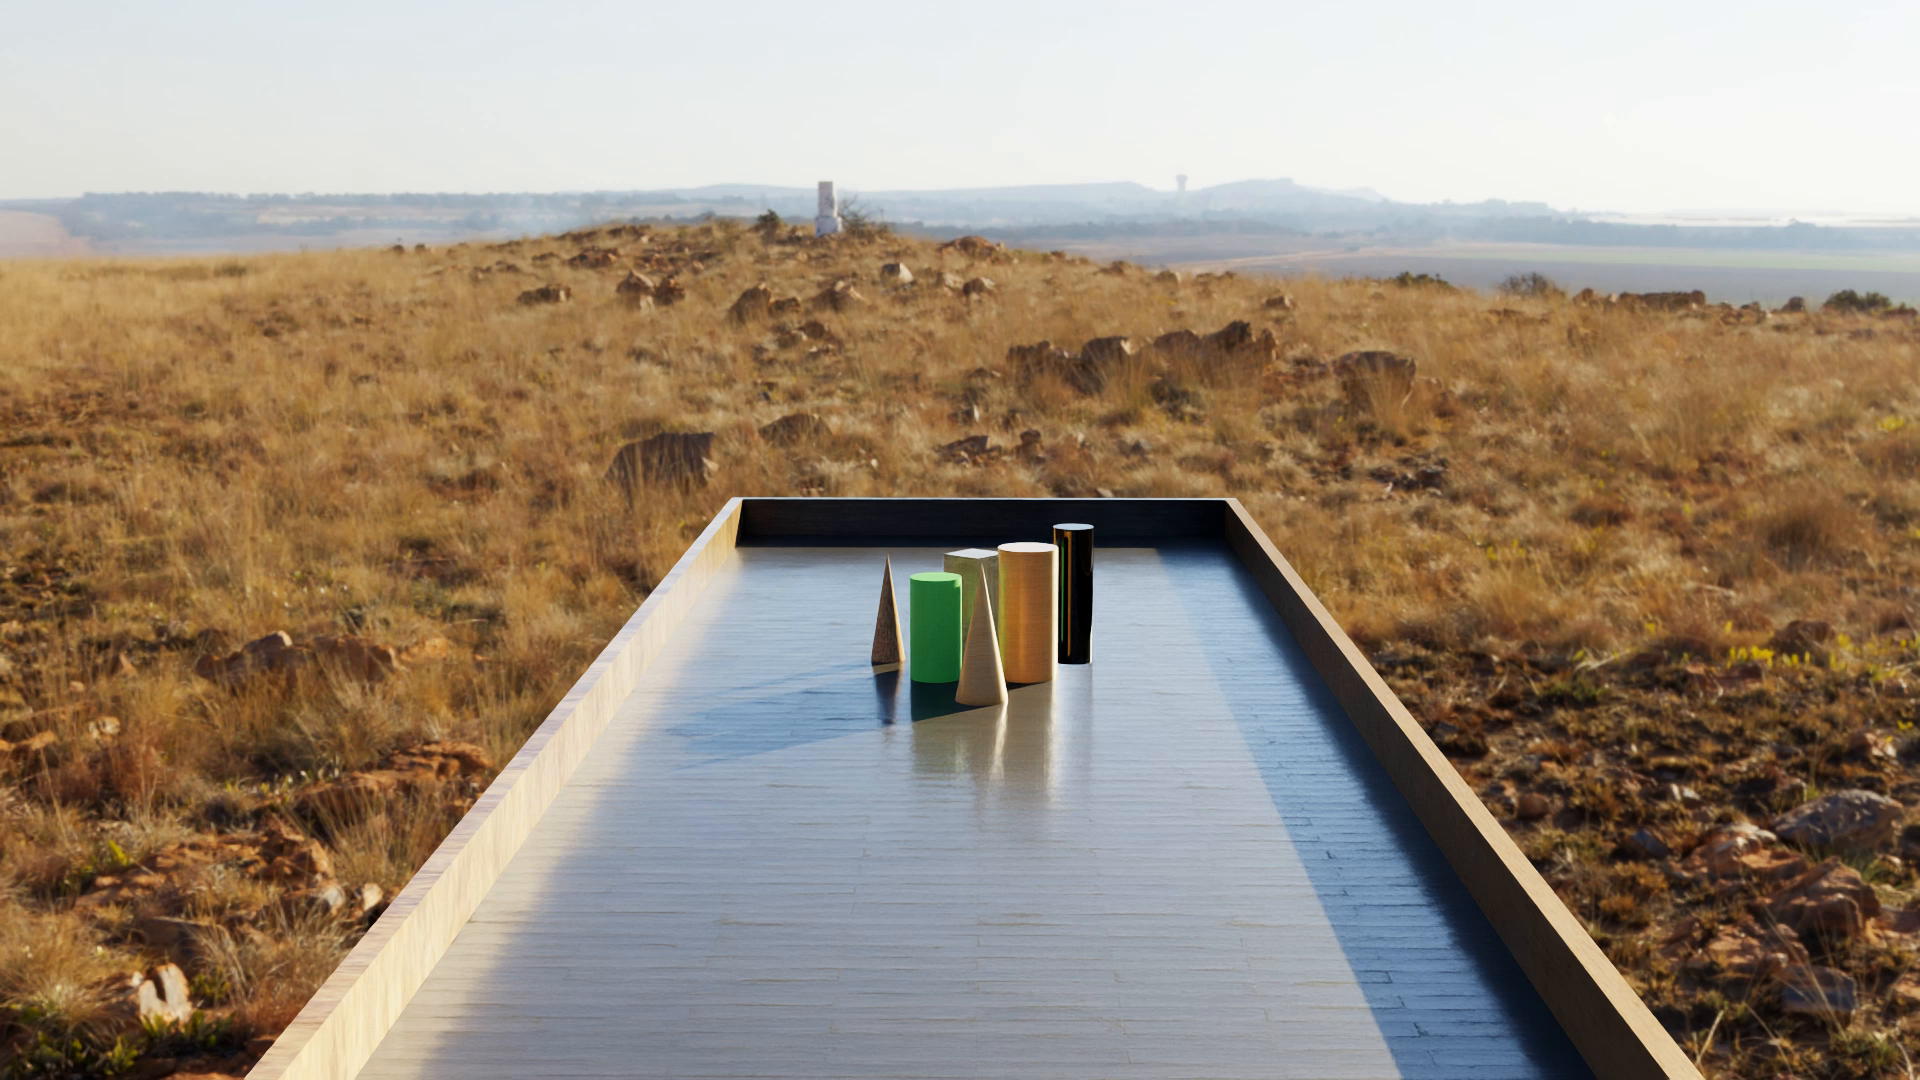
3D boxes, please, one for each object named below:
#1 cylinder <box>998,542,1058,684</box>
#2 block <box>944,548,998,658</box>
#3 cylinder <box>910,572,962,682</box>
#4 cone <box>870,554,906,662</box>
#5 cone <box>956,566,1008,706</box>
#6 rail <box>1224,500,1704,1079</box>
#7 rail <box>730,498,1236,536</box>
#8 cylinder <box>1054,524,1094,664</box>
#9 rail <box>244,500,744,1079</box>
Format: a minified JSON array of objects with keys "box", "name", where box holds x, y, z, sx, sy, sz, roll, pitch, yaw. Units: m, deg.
[{"box":[0.199,0.212,6.442,0.177,0.386,0.177,0,9,0],"name":"cylinder"},{"box":[0.046,0.204,6.667,0.134,0.331,0.134,8,12,40],"name":"block"},{"box":[-0.071,0.255,6.440,0.151,0.300,0.151,0,9,0],"name":"cylinder"},{"box":[-0.220,0.199,6.691,0.105,0.332,0.105,0,9,0],"name":"cone"},{"box":[0.061,0.254,6.149,0.151,0.393,0.151,0,9,0],"name":"cone"},{"box":[1.046,0.843,3.208,0.050,0.150,12.000,0,9,1],"name":"rail"},{"box":[0.099,-0.098,9.147,2.100,0.150,0.050,0,9,1],"name":"rail"},{"box":[0.342,0.163,6.662,0.122,0.412,0.122,0,9,0],"name":"cylinder"},{"box":[-1.004,0.839,3.234,0.050,0.150,12.000,0,9,1],"name":"rail"}]
